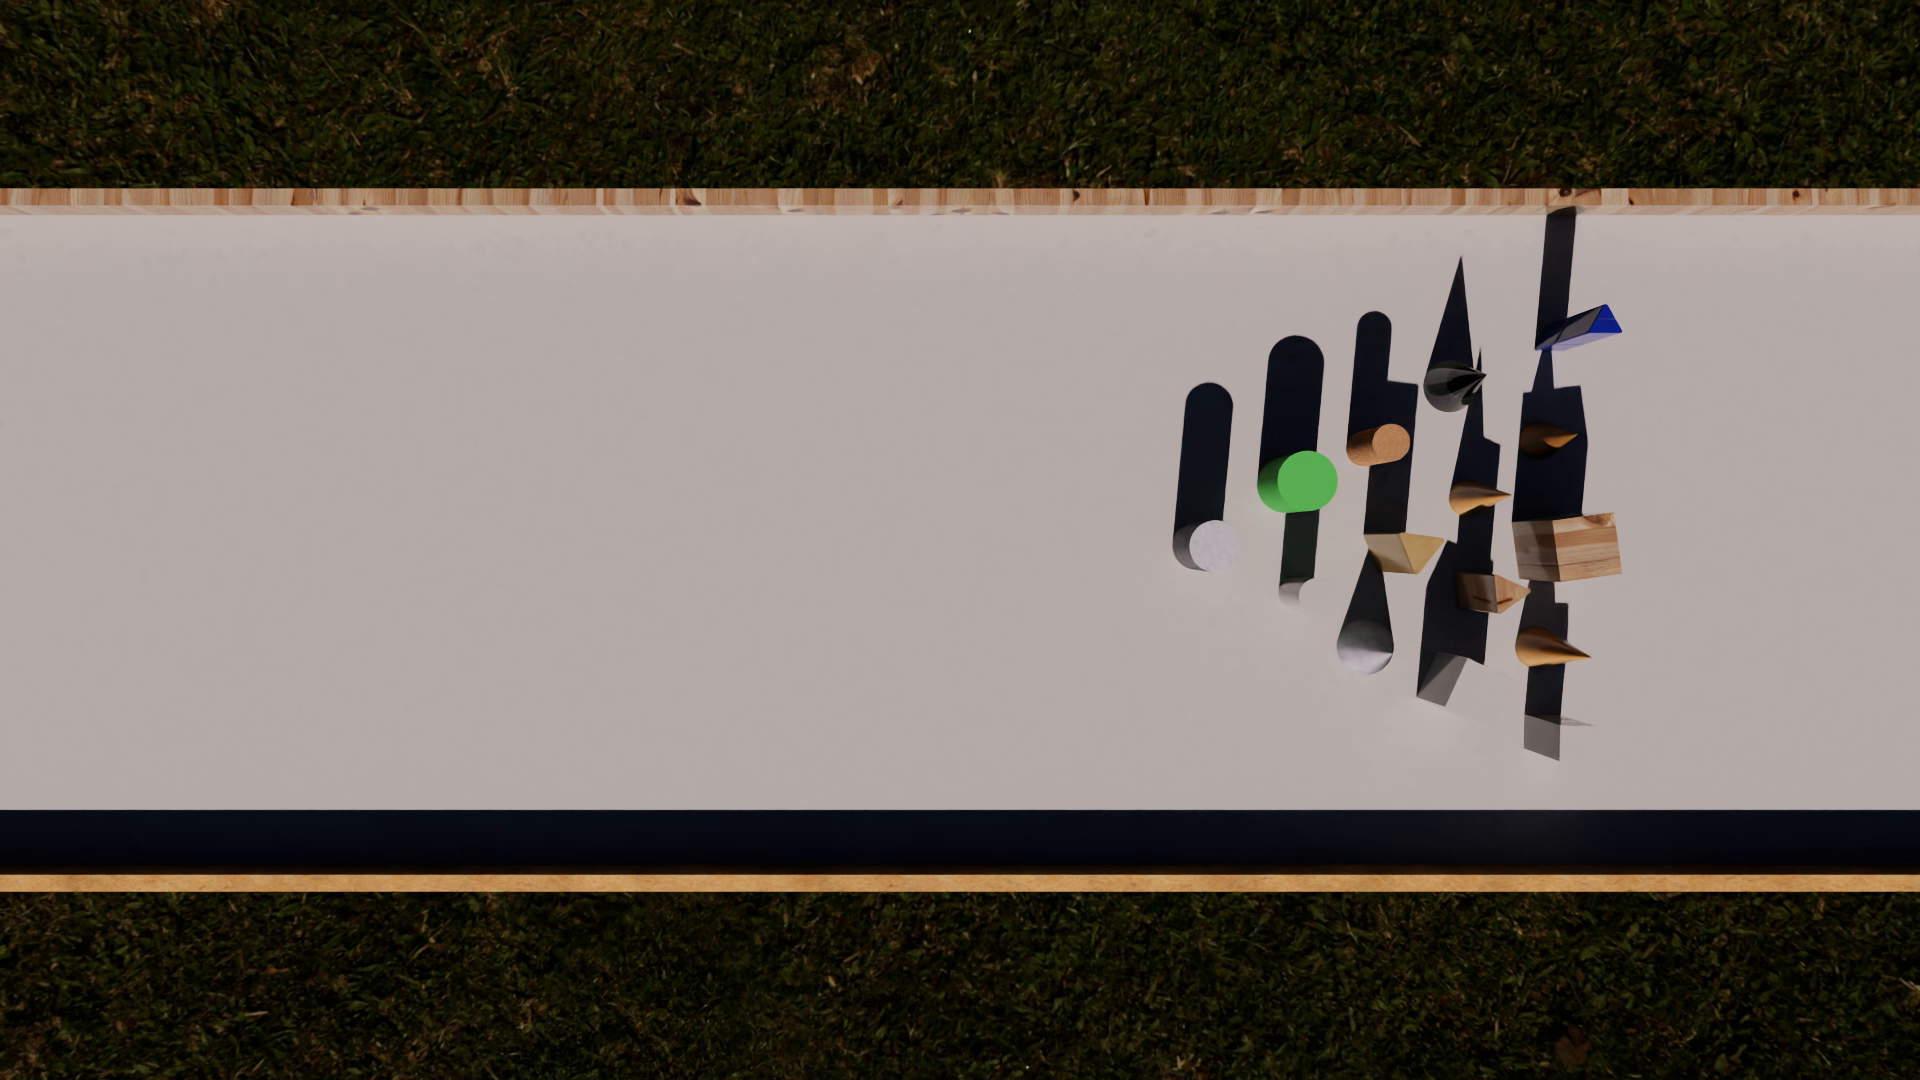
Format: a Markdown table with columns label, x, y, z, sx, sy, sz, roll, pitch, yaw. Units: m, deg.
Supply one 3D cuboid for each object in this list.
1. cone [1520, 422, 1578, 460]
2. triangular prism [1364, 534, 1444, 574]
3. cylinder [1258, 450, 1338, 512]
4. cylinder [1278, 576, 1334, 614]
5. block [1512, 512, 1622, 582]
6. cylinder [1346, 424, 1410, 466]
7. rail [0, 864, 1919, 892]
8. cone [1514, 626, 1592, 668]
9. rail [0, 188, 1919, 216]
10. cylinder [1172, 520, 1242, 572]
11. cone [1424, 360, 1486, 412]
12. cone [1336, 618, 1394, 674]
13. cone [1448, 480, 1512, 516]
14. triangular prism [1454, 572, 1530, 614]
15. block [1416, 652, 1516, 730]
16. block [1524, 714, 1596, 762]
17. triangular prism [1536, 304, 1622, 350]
| label | x | y | z | sx | sy | sz | roll | pitch | yaw |
| --- | --- | --- | --- | --- | --- | --- | --- | --- | --- |
| cone | 1.781 | -0.306 | 4.912 | 0.118 | 0.328 | 0.118 | 0 | 90 | 0 |
| triangular prism | 1.286 | 0.014 | 4.868 | 0.109 | 0.417 | 0.126 | 38 | 90 | 0 |
| cylinder | 1.001 | -0.170 | 4.912 | 0.174 | 0.329 | 0.174 | 0 | 90 | 0 |
| cylinder | 1.033 | 0.162 | 4.925 | 0.105 | 0.303 | 0.105 | 0 | 90 | 0 |
| block | 1.798 | 0.020 | 4.901 | 0.178 | 0.350 | 0.178 | -8 | 90 | 0 |
| cylinder | 1.242 | -0.281 | 4.913 | 0.108 | 0.326 | 0.108 | 0 | 90 | 0 |
| rail | -2.247 | 1.025 | 5.001 | 12.000 | 0.150 | 0.050 | 0 | 90 | 0 |
| cone | 1.772 | 0.330 | 4.849 | 0.129 | 0.455 | 0.129 | 0 | 90 | 0 |
| rail | -2.247 | -1.025 | 5.002 | 12.000 | 0.150 | 0.050 | 0 | 90 | 0 |
| cylinder | 0.728 | 0.018 | 4.887 | 0.149 | 0.378 | 0.149 | 0 | 90 | 0 |
| cone | 1.506 | -0.473 | 4.895 | 0.161 | 0.362 | 0.161 | 0 | 90 | 0 |
| cone | 1.248 | 0.327 | 4.914 | 0.176 | 0.324 | 0.176 | 0 | 90 | 0 |
| cone | 1.561 | -0.128 | 4.868 | 0.113 | 0.417 | 0.113 | 0 | 90 | 0 |
| triangular prism | 1.551 | 0.138 | 4.885 | 0.111 | 0.384 | 0.096 | -36 | 90 | 0 |
| block | 1.508 | 0.445 | 4.925 | 0.156 | 0.302 | 0.156 | 25 | 90 | 0 |
| block | 1.788 | 0.590 | 4.925 | 0.105 | 0.304 | 0.105 | 1 | 90 | 0 |
| triangular prism | 1.814 | -0.624 | 4.854 | 0.091 | 0.445 | 0.079 | 0 | 90 | 0 |
